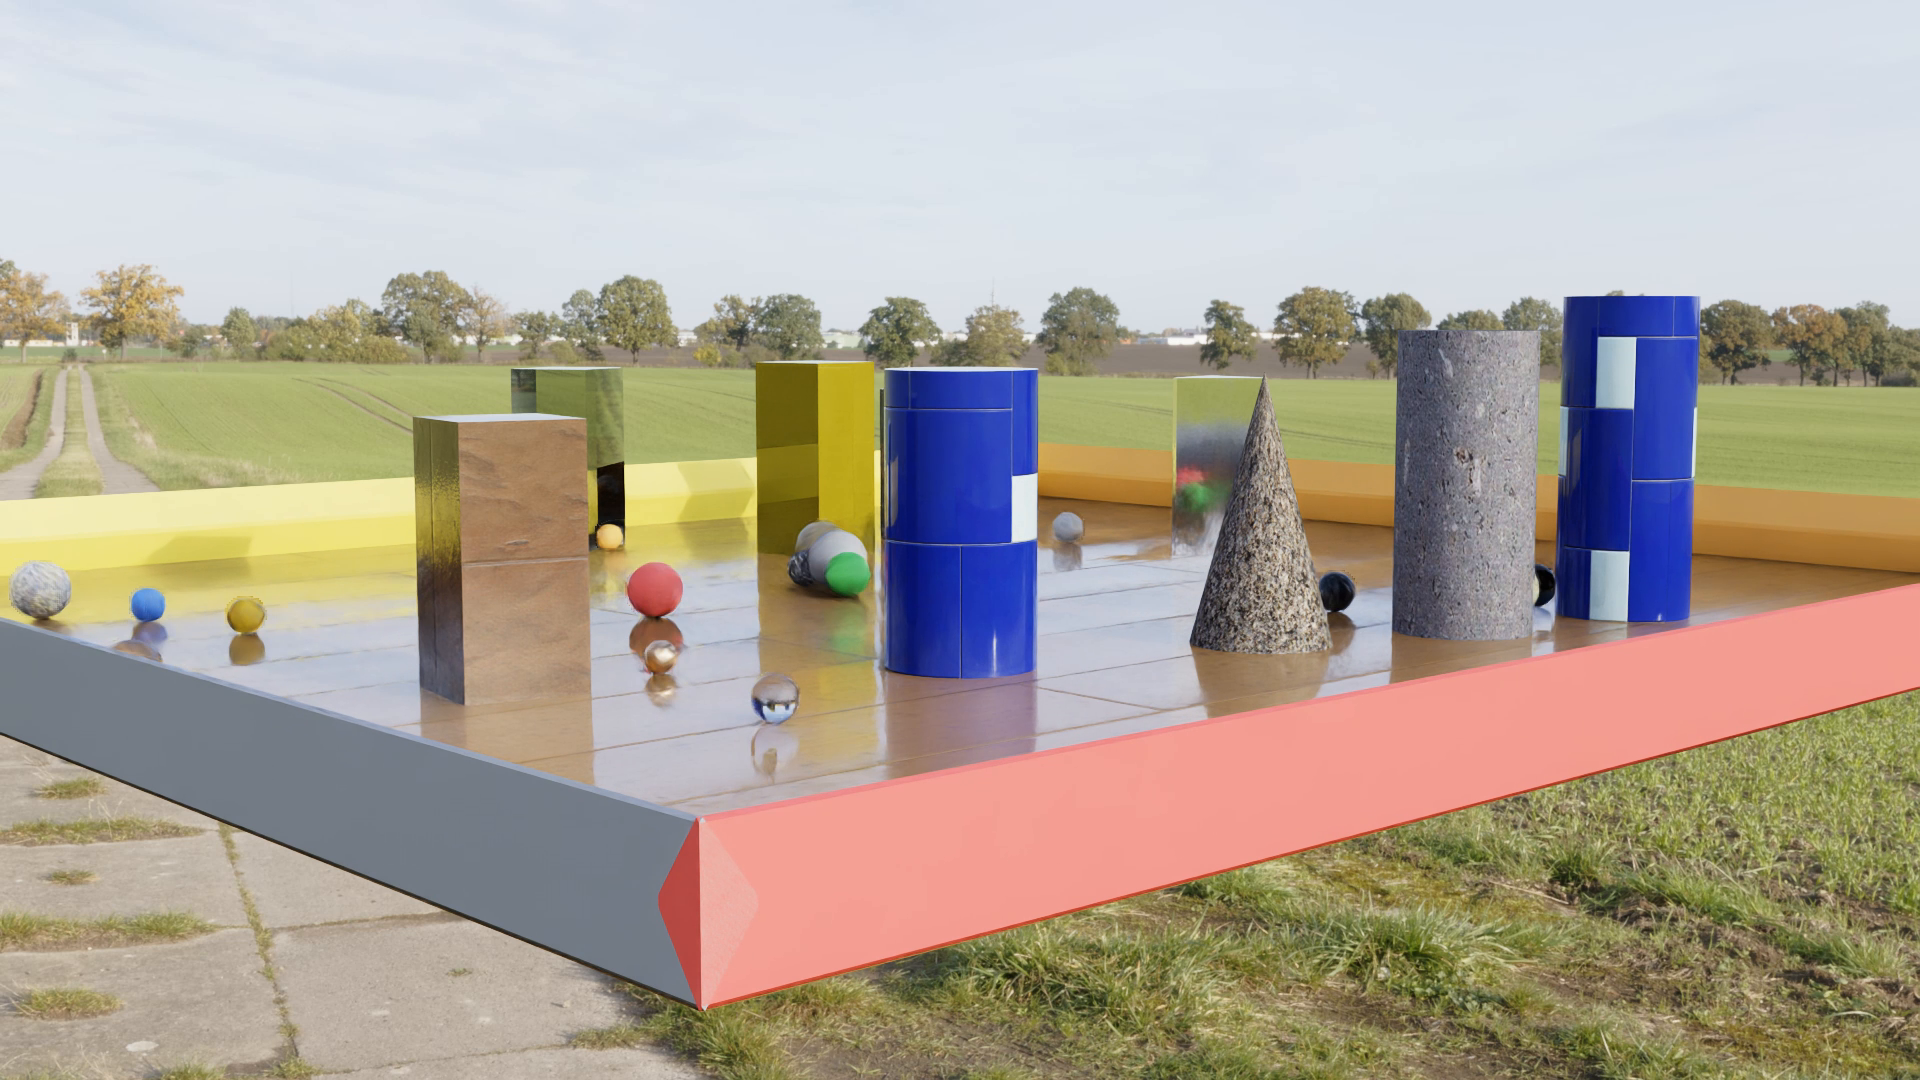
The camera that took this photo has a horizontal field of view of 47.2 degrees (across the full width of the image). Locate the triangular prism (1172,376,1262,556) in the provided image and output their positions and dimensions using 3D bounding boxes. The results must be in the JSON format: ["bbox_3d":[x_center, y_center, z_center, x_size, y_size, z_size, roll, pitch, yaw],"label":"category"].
[{"bbox_3d":[0.467,-0.139,4.028,0.165,0.320,0.143,0,6,0],"label":"triangular prism"}]

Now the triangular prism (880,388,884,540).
[{"bbox_3d":[-0.053,-0.149,4.264,0.165,0.291,0.143,2,6,18],"label":"triangular prism"}]

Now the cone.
[{"bbox_3d":[0.402,-0.043,2.916,0.190,0.362,0.190,0,6,0],"label":"cone"}]

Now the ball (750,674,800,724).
[{"bbox_3d":[-0.199,0.170,2.364,0.054,0.054,0.054,0,6,0],"label":"ball"}]

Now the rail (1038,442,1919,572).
[{"bbox_3d":[1.045,-0.069,4.291,0.045,0.124,2.649,-6,8,-42],"label":"rail"}]

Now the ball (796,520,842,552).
[{"bbox_3d":[-0.231,0.013,3.695,0.089,0.089,0.089,0,6,0],"label":"ball"}]

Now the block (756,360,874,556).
[{"bbox_3d":[-0.263,-0.151,4.012,0.152,0.347,0.152,5,8,38],"label":"block"}]

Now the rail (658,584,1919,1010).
[{"bbox_3d":[0.882,0.132,2.381,2.891,0.124,0.045,-6,8,-42],"label":"rail"}]

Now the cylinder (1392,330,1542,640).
[{"bbox_3d":[0.695,-0.080,3.025,0.190,0.414,0.190,0,6,0],"label":"cylinder"}]

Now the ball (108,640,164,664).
[{"bbox_3d":[-0.935,0.149,2.477,0.073,0.073,0.073,0,6,0],"label":"ball"}]

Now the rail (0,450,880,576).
[{"bbox_3d":[-0.882,-0.068,4.283,2.891,0.124,0.045,-6,8,-42],"label":"rail"}]

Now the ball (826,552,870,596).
[{"bbox_3d":[-0.173,0.053,3.402,0.069,0.069,0.069,0,6,0],"label":"ball"}]

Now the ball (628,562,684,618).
[{"bbox_3d":[-0.440,0.072,3.176,0.080,0.080,0.080,0,6,0],"label":"ball"}]

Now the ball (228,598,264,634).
[{"bbox_3d":[-0.979,0.104,3.015,0.049,0.049,0.049,0,6,0],"label":"ball"}]

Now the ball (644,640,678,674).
[{"bbox_3d":[-0.366,0.143,2.687,0.041,0.041,0.041,0,6,0],"label":"ball"}]

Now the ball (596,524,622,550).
[{"bbox_3d":[-0.648,-0.006,4.059,0.049,0.049,0.049,0,6,0],"label":"ball"}]

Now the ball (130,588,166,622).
[{"bbox_3d":[-1.156,0.092,3.131,0.048,0.048,0.048,0,6,0],"label":"ball"}]

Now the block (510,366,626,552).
[{"bbox_3d":[-0.731,-0.155,4.114,0.152,0.333,0.152,2,6,18],"label":"block"}]

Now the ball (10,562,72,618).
[{"bbox_3d":[-1.323,0.071,3.167,0.082,0.082,0.082,0,6,0],"label":"ball"}]

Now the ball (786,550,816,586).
[{"bbox_3d":[-0.251,0.045,3.537,0.057,0.057,0.057,0,6,0],"label":"ball"}]

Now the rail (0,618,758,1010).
[{"bbox_3d":[-1.045,0.133,2.373,0.045,0.124,2.649,-6,8,-42],"label":"rail"}]

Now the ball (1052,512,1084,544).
[{"bbox_3d":[0.205,-0.024,4.178,0.059,0.059,0.059,0,6,0],"label":"ball"}]

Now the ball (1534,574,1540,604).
[{"bbox_3d":[0.796,0.071,3.178,0.081,0.081,0.081,0,6,0],"label":"ball"}]

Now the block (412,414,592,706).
[{"bbox_3d":[-0.532,0.017,2.556,0.152,0.319,0.152,-4,7,-32],"label":"block"}]

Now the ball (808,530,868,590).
[{"bbox_3d":[-0.193,0.032,3.480,0.095,0.095,0.095,0,6,0],"label":"ball"}]

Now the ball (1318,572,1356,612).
[{"bbox_3d":[0.552,0.076,3.235,0.059,0.059,0.059,0,6,0],"label":"ball"}]

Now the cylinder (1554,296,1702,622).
[{"bbox_3d":[0.968,-0.122,3.194,0.190,0.461,0.190,0,6,0],"label":"cylinder"}]

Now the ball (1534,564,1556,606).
[{"bbox_3d":[0.860,0.067,3.290,0.065,0.065,0.065,0,6,0],"label":"ball"}]

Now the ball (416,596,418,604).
[{"bbox_3d":[-0.756,0.086,3.169,0.053,0.053,0.053,0,6,0],"label":"ball"}]

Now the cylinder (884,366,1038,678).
[{"bbox_3d":[0.002,-0.027,2.727,0.190,0.370,0.190,0,6,0],"label":"cylinder"}]
